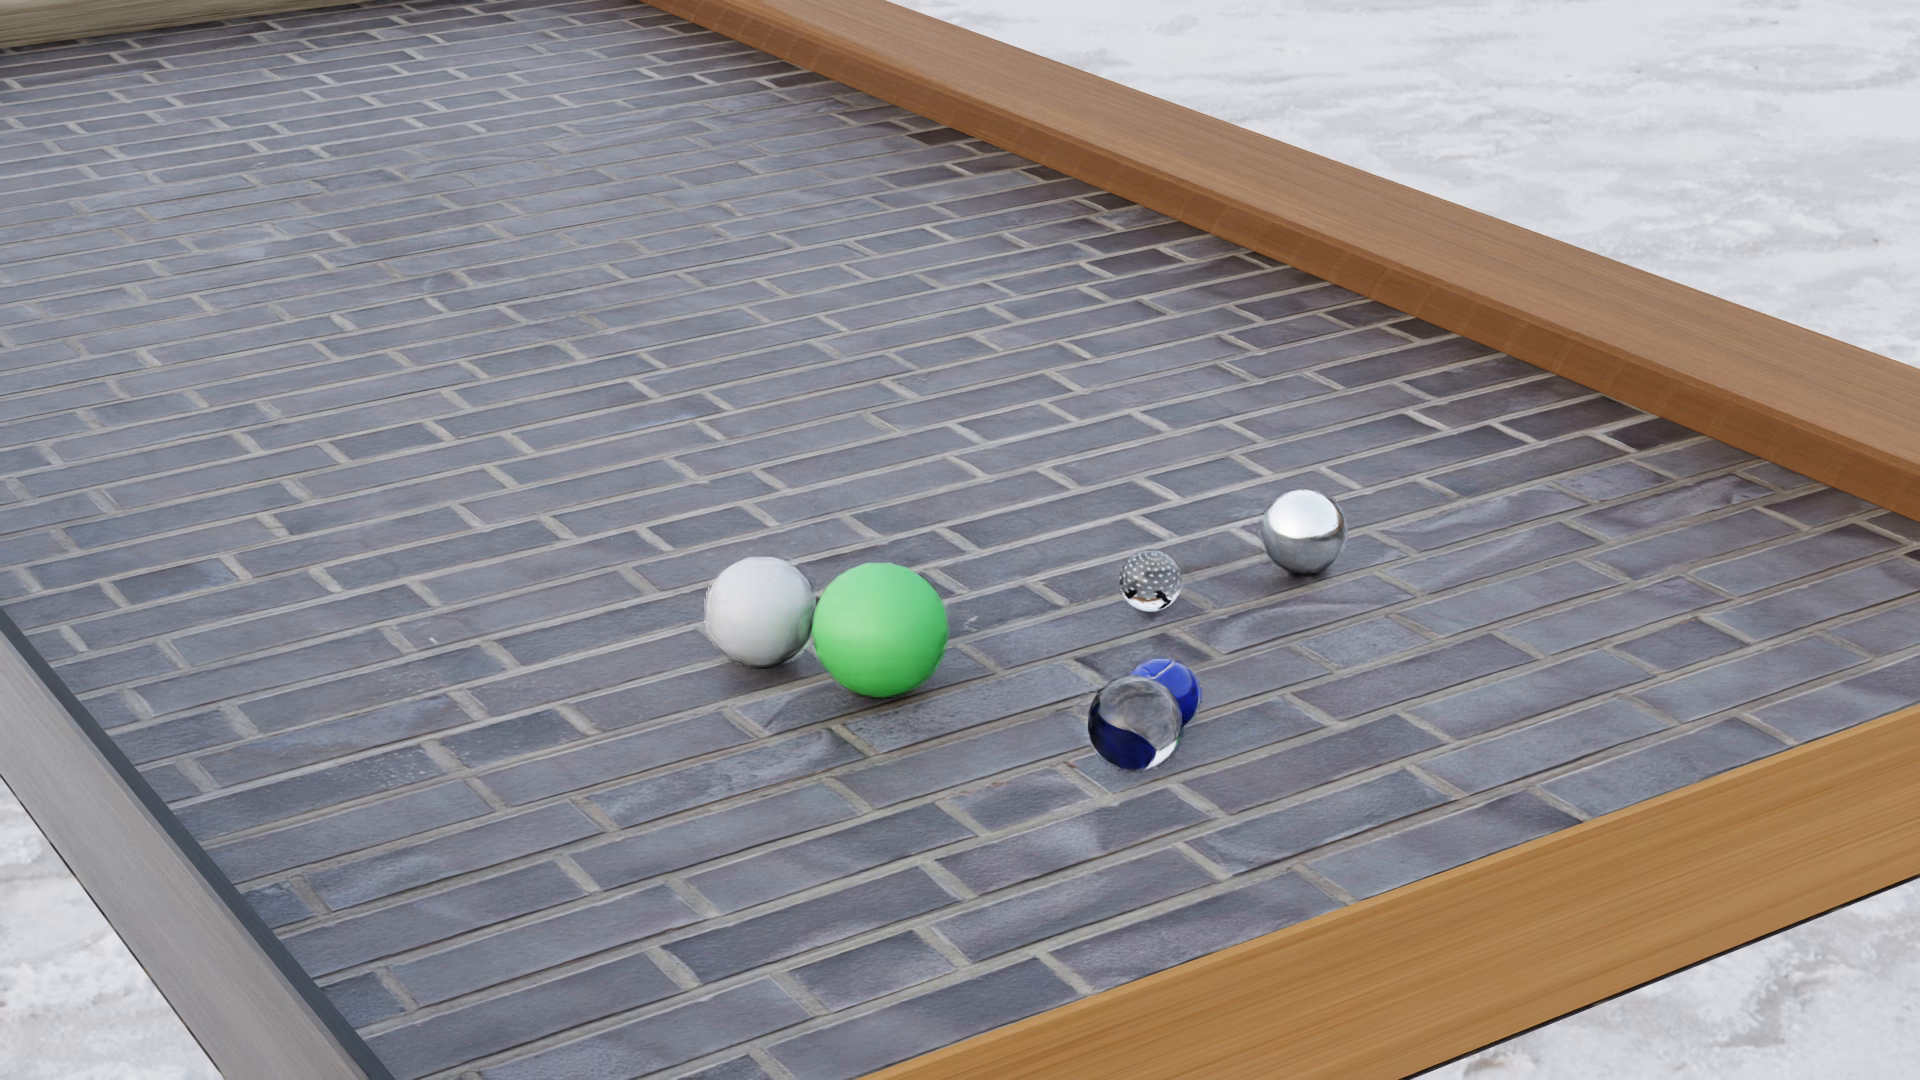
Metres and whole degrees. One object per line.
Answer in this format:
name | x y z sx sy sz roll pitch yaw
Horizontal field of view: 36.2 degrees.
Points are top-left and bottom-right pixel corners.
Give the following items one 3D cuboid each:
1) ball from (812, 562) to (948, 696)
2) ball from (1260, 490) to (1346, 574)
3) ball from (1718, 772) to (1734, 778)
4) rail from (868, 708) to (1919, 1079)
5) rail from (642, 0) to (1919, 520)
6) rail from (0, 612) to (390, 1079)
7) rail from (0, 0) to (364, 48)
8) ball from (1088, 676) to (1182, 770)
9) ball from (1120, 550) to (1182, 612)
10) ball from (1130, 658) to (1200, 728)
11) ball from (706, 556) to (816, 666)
ball | -0.058 0.065 2.139 0.098 0.098 0.098 0 23 0
ball | 0.274 -0.007 2.347 0.068 0.068 0.068 0 23 0
ball | 0.505 0.184 1.896 0.069 0.069 0.069 0 23 0
rail | 0.387 0.207 1.764 1.480 0.128 0.045 -14 27 -30
rail | 0.203 -0.421 3.246 0.045 0.128 2.953 -14 27 -30
rail | -1.002 -0.118 2.532 0.045 0.128 2.953 -14 27 -30
rail | -1.187 -0.747 4.014 1.480 0.128 0.045 -14 27 -30
ball | 0.121 0.127 2.036 0.066 0.066 0.066 0 23 0
ball | 0.148 0.031 2.282 0.049 0.049 0.049 0 23 0
ball | 0.143 0.110 2.089 0.054 0.054 0.054 0 23 0
ball | -0.148 0.053 2.188 0.083 0.083 0.083 0 23 0
